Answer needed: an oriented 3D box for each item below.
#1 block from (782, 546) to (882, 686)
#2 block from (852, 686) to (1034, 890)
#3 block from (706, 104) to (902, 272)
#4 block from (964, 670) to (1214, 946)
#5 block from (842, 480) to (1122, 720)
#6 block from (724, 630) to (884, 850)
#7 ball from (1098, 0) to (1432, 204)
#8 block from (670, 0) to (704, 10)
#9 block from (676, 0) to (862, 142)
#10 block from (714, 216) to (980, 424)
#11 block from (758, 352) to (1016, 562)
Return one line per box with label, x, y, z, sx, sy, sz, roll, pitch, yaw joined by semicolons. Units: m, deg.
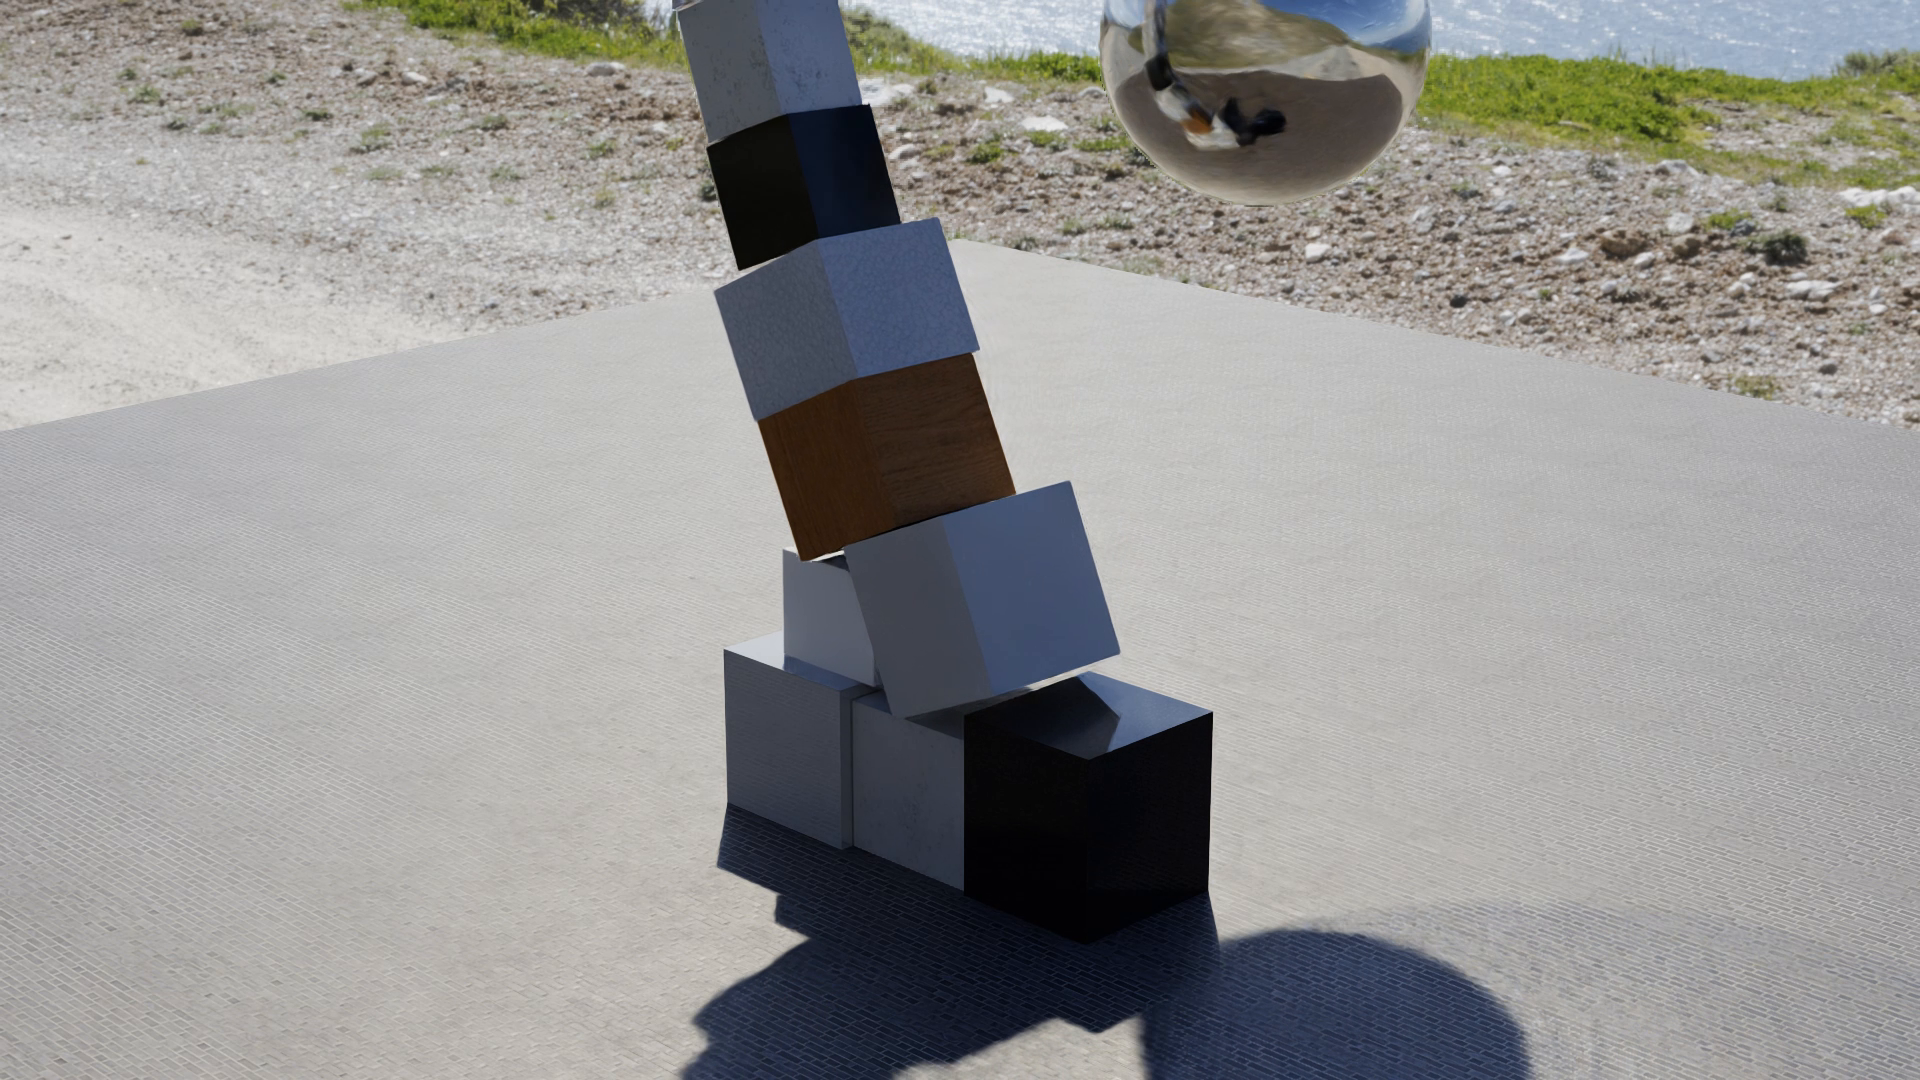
block;-0.417;0.302;13.861;0.557;0.524;0.632;-16;23;-41
block;0.014;1.093;13.648;0.746;0.730;0.701;17;24;42
block;-0.721;-1.631;13.575;0.576;0.593;0.535;-14;2;44
block;0.572;1.183;13.137;0.746;0.866;0.822;17;24;42
block;0.100;0.273;13.305;0.808;0.822;0.712;-16;-1;-41
block;-0.529;0.891;14.187;0.889;0.794;0.819;-17;24;-42
ball;1.467;-2.419;14.119;1.600;1.600;1.600;0;17;0
block;-1.005;-2.827;13.490;0.567;0.610;0.545;-9;5;43
block;-0.876;-2.221;13.527;0.517;0.615;0.519;-12;3;45
block;-0.528;-1.020;13.617;0.756;0.648;0.810;-16;-2;-42
block;-0.340;-0.382;13.566;0.745;0.685;0.737;-16;-2;-41
